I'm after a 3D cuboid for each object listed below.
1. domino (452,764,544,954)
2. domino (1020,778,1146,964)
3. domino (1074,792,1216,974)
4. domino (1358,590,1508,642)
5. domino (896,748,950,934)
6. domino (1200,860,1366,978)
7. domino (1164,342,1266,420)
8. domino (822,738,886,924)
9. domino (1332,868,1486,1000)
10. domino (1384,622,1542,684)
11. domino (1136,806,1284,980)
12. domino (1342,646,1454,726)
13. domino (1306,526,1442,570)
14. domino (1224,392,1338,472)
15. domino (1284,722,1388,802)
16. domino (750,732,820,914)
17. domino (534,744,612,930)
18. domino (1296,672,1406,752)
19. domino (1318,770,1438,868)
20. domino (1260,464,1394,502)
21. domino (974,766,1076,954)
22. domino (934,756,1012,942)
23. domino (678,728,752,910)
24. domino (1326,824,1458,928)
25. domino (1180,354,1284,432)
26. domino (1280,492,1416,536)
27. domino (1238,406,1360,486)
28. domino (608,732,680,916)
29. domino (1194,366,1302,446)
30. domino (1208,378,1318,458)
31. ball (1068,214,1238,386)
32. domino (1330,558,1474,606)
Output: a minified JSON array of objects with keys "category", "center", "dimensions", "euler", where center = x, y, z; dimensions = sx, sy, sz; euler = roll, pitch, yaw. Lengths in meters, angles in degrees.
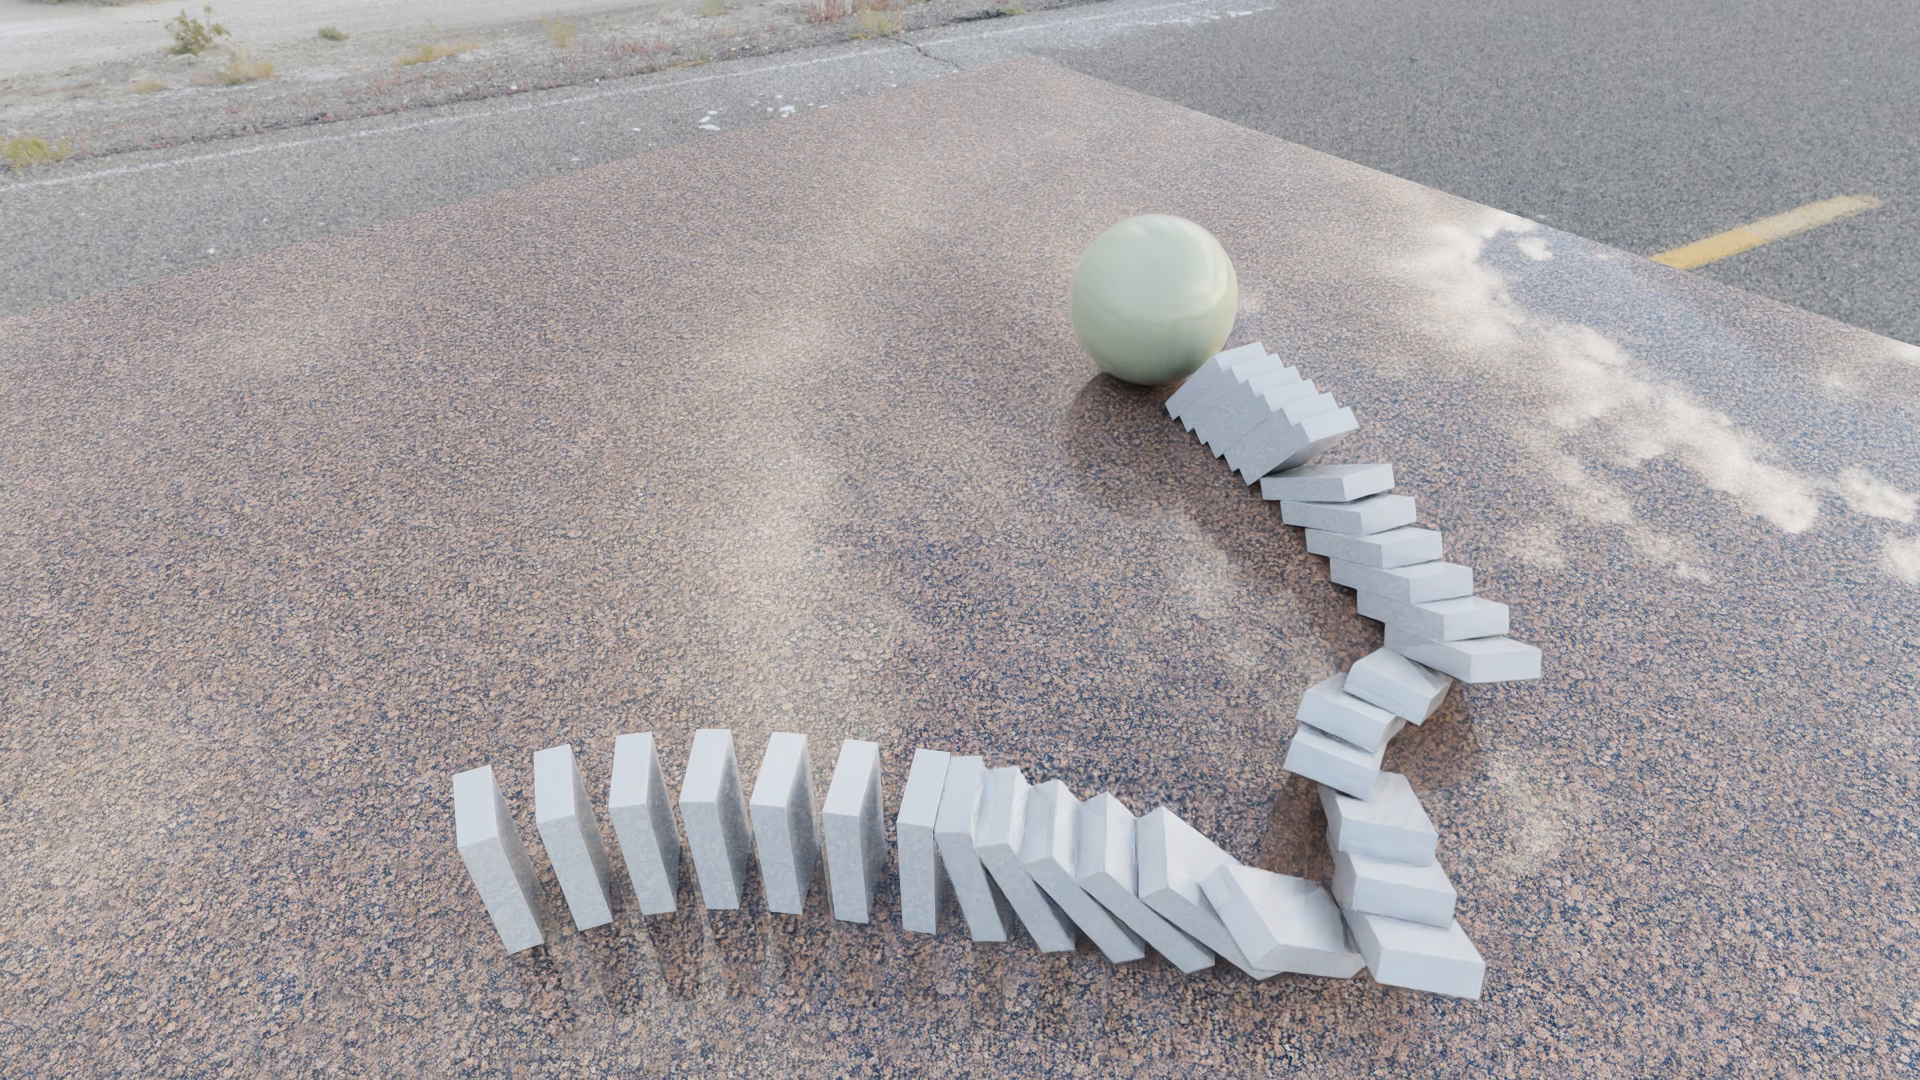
[{"category":"domino","center":[-0.127,0.089,0.303],"dimensions":[0.010,0.050,0.025],"euler":[-15,42,-17]},{"category":"domino","center":[0.035,0.091,0.302],"dimensions":[0.009,0.050,0.025],"euler":[-24,31,26]},{"category":"domino","center":[0.051,0.094,0.301],"dimensions":[0.009,0.050,0.025],"euler":[-31,28,30]},{"category":"domino","center":[0.168,0.025,0.393],"dimensions":[0.025,0.009,0.050],"euler":[-7,9,-12]},{"category":"domino","center":[-0.010,0.085,0.308],"dimensions":[0.009,0.050,0.025],"euler":[6,40,8]},{"category":"domino","center":[0.088,0.102,0.295],"dimensions":[0.050,0.010,0.025],"euler":[24,23,-39]},{"category":"domino","center":[0.116,-0.072,0.502],"dimensions":[0.025,0.050,0.009],"euler":[-17,77,-20]},{"category":"domino","center":[-0.029,0.083,0.311],"dimensions":[0.009,0.050,0.025],"euler":[6,40,7]},{"category":"domino","center":[0.119,0.104,0.297],"dimensions":[0.025,0.010,0.050],"euler":[7,9,5]},{"category":"domino","center":[0.171,0.037,0.377],"dimensions":[0.025,0.010,0.050],"euler":[-3,8,-9]},{"category":"domino","center":[0.069,0.097,0.300],"dimensions":[0.050,0.010,0.025],"euler":[38,34,-22]},{"category":"domino","center":[0.146,0.048,0.365],"dimensions":[0.025,0.010,0.050],"euler":[26,14,28]},{"category":"domino","center":[0.158,0.001,0.423],"dimensions":[0.025,0.009,0.050],"euler":[-11,10,-13]},{"category":"domino","center":[0.136,-0.045,0.470],"dimensions":[0.025,0.050,0.010],"euler":[-17,77,-20]},{"category":"domino","center":[0.119,0.065,0.345],"dimensions":[0.025,0.010,0.050],"euler":[20,13,22]},{"category":"domino","center":[-0.049,0.081,0.313],"dimensions":[0.009,0.050,0.025],"euler":[4,40,5]},{"category":"domino","center":[-0.108,0.084,0.309],"dimensions":[0.010,0.050,0.025],"euler":[-12,41,-14]},{"category":"domino","center":[0.129,0.055,0.356],"dimensions":[0.025,0.010,0.050],"euler":[23,12,29]},{"category":"domino","center":[0.122,0.080,0.326],"dimensions":[0.025,0.009,0.050],"euler":[8,9,11]},{"category":"domino","center":[0.150,-0.024,0.451],"dimensions":[0.025,0.010,0.050],"euler":[-15,9,-21]},{"category":"domino","center":[0.020,0.089,0.304],"dimensions":[0.009,0.050,0.025],"euler":[-14,35,21]},{"category":"domino","center":[0.005,0.086,0.305],"dimensions":[0.010,0.050,0.025],"euler":[-5,38,14]},{"category":"domino","center":[-0.069,0.080,0.314],"dimensions":[0.010,0.050,0.025],"euler":[0,39,0]},{"category":"domino","center":[0.121,0.092,0.312],"dimensions":[0.025,0.010,0.050],"euler":[8,9,10]},{"category":"domino","center":[0.122,-0.065,0.494],"dimensions":[0.025,0.050,0.010],"euler":[-17,77,-20]},{"category":"domino","center":[0.154,-0.012,0.439],"dimensions":[0.025,0.009,0.050],"euler":[-15,11,-17]},{"category":"domino","center":[0.141,-0.039,0.462],"dimensions":[0.025,0.050,0.009],"euler":[-17,78,-20]},{"category":"domino","center":[-0.089,0.081,0.313],"dimensions":[0.010,0.050,0.025],"euler":[-6,40,-7]},{"category":"domino","center":[0.127,-0.059,0.486],"dimensions":[0.025,0.050,0.010],"euler":[-17,77,-20]},{"category":"domino","center":[0.131,-0.052,0.478],"dimensions":[0.025,0.050,0.009],"euler":[-17,77,-20]},{"category":"ball","center":[0.092,-0.115,0.528],"dimensions":[0.080,0.080,0.080],"euler":[0,39,0]},{"category":"domino","center":[0.162,0.013,0.408],"dimensions":[0.025,0.009,0.050],"euler":[-8,9,-12]}]
